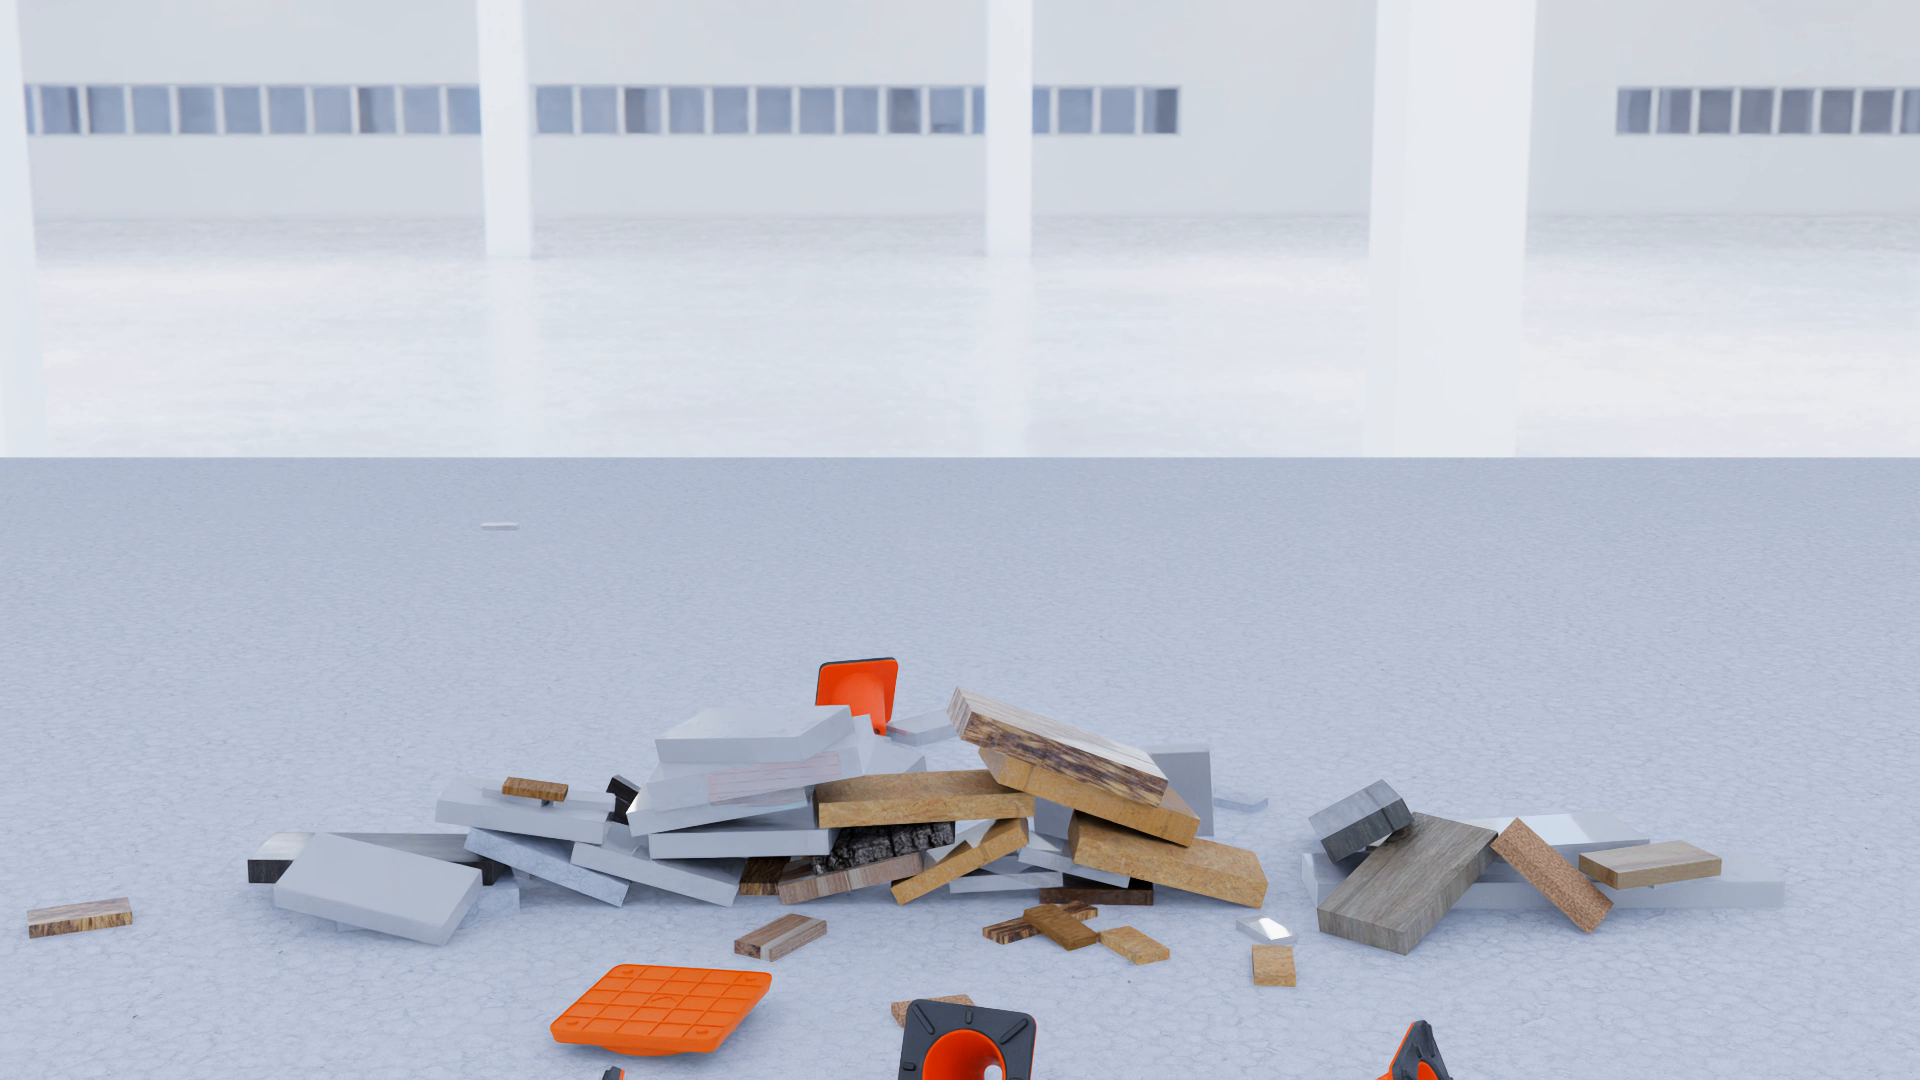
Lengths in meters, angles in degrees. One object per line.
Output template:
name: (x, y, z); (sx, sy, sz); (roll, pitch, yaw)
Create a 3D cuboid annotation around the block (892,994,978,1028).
block: (-0.037, 0.677, 3.159); (0.113, 0.016, 0.057); (-3, 11, -17)

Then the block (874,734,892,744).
block: (-0.354, 0.451, 4.299); (0.149, 0.042, 0.522); (8, 13, 36)

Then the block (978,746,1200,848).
block: (0.216, 0.414, 3.705); (0.352, 0.050, 0.176); (20, 7, -13)

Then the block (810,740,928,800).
block: (-0.236, 0.424, 4.113); (0.319, 0.045, 0.159); (13, 36, 35)

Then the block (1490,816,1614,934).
block: (0.955, 0.539, 3.545); (0.203, 0.029, 0.102); (43, 26, 15)

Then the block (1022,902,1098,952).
block: (0.158, 0.610, 3.468); (0.058, 0.016, 0.115); (-8, 22, -37)

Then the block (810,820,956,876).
block: (-0.128, 0.497, 3.659); (0.238, 0.034, 0.119); (-13, 10, 3)

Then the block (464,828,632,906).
block: (-0.676, 0.522, 3.659); (0.274, 0.039, 0.137); (21, 10, -4)

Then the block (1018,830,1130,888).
block: (0.188, 0.528, 3.651); (0.186, 0.026, 0.093); (14, 11, -3)

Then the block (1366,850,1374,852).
block: (0.732, 0.555, 3.810); (0.122, 0.017, 0.061); (-3, 11, -16)

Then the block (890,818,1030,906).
block: (0.001, 0.522, 3.654); (0.238, 0.034, 0.119); (-26, 9, 6)

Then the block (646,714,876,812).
block: (-0.325, 0.366, 3.626); (0.352, 0.050, 0.176); (-10, 12, 7)

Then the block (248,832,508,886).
block: (-0.961, 0.530, 3.659); (0.402, 0.041, 0.144); (0, 11, 2)

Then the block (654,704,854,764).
block: (-0.340, 0.320, 3.631); (0.299, 0.042, 0.149); (-4, 14, 33)

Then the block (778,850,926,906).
block: (-0.178, 0.546, 3.658); (0.238, 0.034, 0.119); (-14, 10, 4)

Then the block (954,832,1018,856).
block: (0.034, 0.539, 3.882); (0.157, 0.022, 0.078); (0, 11, -1)

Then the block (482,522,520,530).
block: (-1.469, -0.043, 7.034); (0.113, 0.016, 0.057); (-1, 11, -4)

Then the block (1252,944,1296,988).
block: (0.475, 0.644, 3.329); (0.061, 0.017, 0.122); (1, 11, 6)

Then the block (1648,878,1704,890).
block: (1.160, 0.551, 3.598); (0.099, 0.014, 0.049); (-4, 11, -21)

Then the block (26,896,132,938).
block: (-1.412, 0.605, 3.527); (0.153, 0.022, 0.077); (-5, 12, -25)

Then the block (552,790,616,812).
block: (-0.625, 0.432, 3.653); (0.101, 0.014, 0.050); (6, 11, -12)

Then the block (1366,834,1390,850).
block: (0.763, 0.538, 3.910); (0.052, 0.015, 0.103); (6, 12, 28)

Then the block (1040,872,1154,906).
block: (0.227, 0.578, 3.659); (0.186, 0.026, 0.093); (1, 11, 3)

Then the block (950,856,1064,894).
block: (0.078, 0.555, 3.665); (0.186, 0.026, 0.093); (-4, 10, 4)

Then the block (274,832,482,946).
block: (-0.925, 0.554, 3.503); (0.287, 0.041, 0.144); (11, 32, 10)

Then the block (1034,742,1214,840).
block: (0.289, 0.449, 3.922); (0.319, 0.159, 0.045); (-3, 15, 8)

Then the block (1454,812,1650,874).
block: (0.986, 0.513, 3.726); (0.310, 0.044, 0.155); (-2, 11, -11)

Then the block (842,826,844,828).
block: (-0.332, 0.490, 3.827); (0.301, 0.043, 0.150); (12, 10, 3)

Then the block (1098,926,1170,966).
block: (0.269, 0.629, 3.414); (0.058, 0.016, 0.115); (-6, 12, -28)

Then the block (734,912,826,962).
block: (-0.280, 0.621, 3.443); (0.072, 0.021, 0.145); (6, 12, 31)

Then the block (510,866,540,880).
block: (-0.691, 0.527, 3.890); (0.149, 0.042, 0.299); (9, 14, 40)

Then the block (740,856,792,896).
block: (-0.329, 0.568, 3.731); (0.072, 0.021, 0.145); (0, 11, 2)

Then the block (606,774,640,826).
block: (-0.556, 0.485, 3.860); (0.157, 0.078, 0.022); (28, 14, 15)

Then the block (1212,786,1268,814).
block: (0.514, 0.491, 4.156); (0.122, 0.017, 0.061); (8, 13, 36)

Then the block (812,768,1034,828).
block: (-0.064, 0.429, 3.672); (0.356, 0.042, 0.149); (-2, 10, -8)

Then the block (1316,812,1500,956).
block: (0.723, 0.548, 3.534); (0.155, 0.044, 0.310); (10, 31, 40)

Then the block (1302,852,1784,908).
block: (0.966, 0.567, 3.672); (0.766, 0.044, 0.155); (0, 11, -1)

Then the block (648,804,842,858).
block: (-0.355, 0.483, 3.660); (0.297, 0.042, 0.149); (-2, 10, 6)

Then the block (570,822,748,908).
block: (-0.499, 0.534, 3.663); (0.274, 0.039, 0.137); (16, 11, -1)

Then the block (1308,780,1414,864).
block: (0.683, 0.479, 3.769); (0.150, 0.043, 0.363); (-28, -4, 5)

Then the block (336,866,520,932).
block: (-0.875, 0.582, 3.601); (0.287, 0.041, 0.144); (-3, 11, -17)

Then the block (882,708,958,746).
block: (-0.054, 0.394, 4.645); (0.203, 0.029, 0.102); (-10, 14, -43)

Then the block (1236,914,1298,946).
block: (0.484, 0.619, 3.477); (0.050, 0.014, 0.099); (-5, 12, -26)

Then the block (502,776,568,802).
block: (-0.700, 0.411, 3.626); (0.101, 0.014, 0.050); (8, 11, -3)

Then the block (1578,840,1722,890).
block: (1.128, 0.530, 3.594); (0.203, 0.029, 0.102); (-4, 11, -20)

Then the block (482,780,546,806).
block: (-0.734, 0.418, 3.637); (0.101, 0.014, 0.050); (10, 11, 5)

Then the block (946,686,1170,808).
block: (0.160, 0.343, 3.666); (0.352, 0.050, 0.176); (20, 7, -11)

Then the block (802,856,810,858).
block: (-0.240, 0.540, 3.880); (0.077, 0.022, 0.153); (-1, 11, -3)

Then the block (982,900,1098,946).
block: (0.130, 0.611, 3.517); (0.202, 0.014, 0.049); (-8, 13, -38)

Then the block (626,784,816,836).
block: (-0.391, 0.423, 3.654); (0.297, 0.042, 0.149); (-11, 12, 6)

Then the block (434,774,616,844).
block: (-0.718, 0.446, 3.648); (0.274, 0.039, 0.137); (8, 11, -3)

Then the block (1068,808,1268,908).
block: (0.343, 0.528, 3.662); (0.319, 0.045, 0.159); (14, 10, -3)
